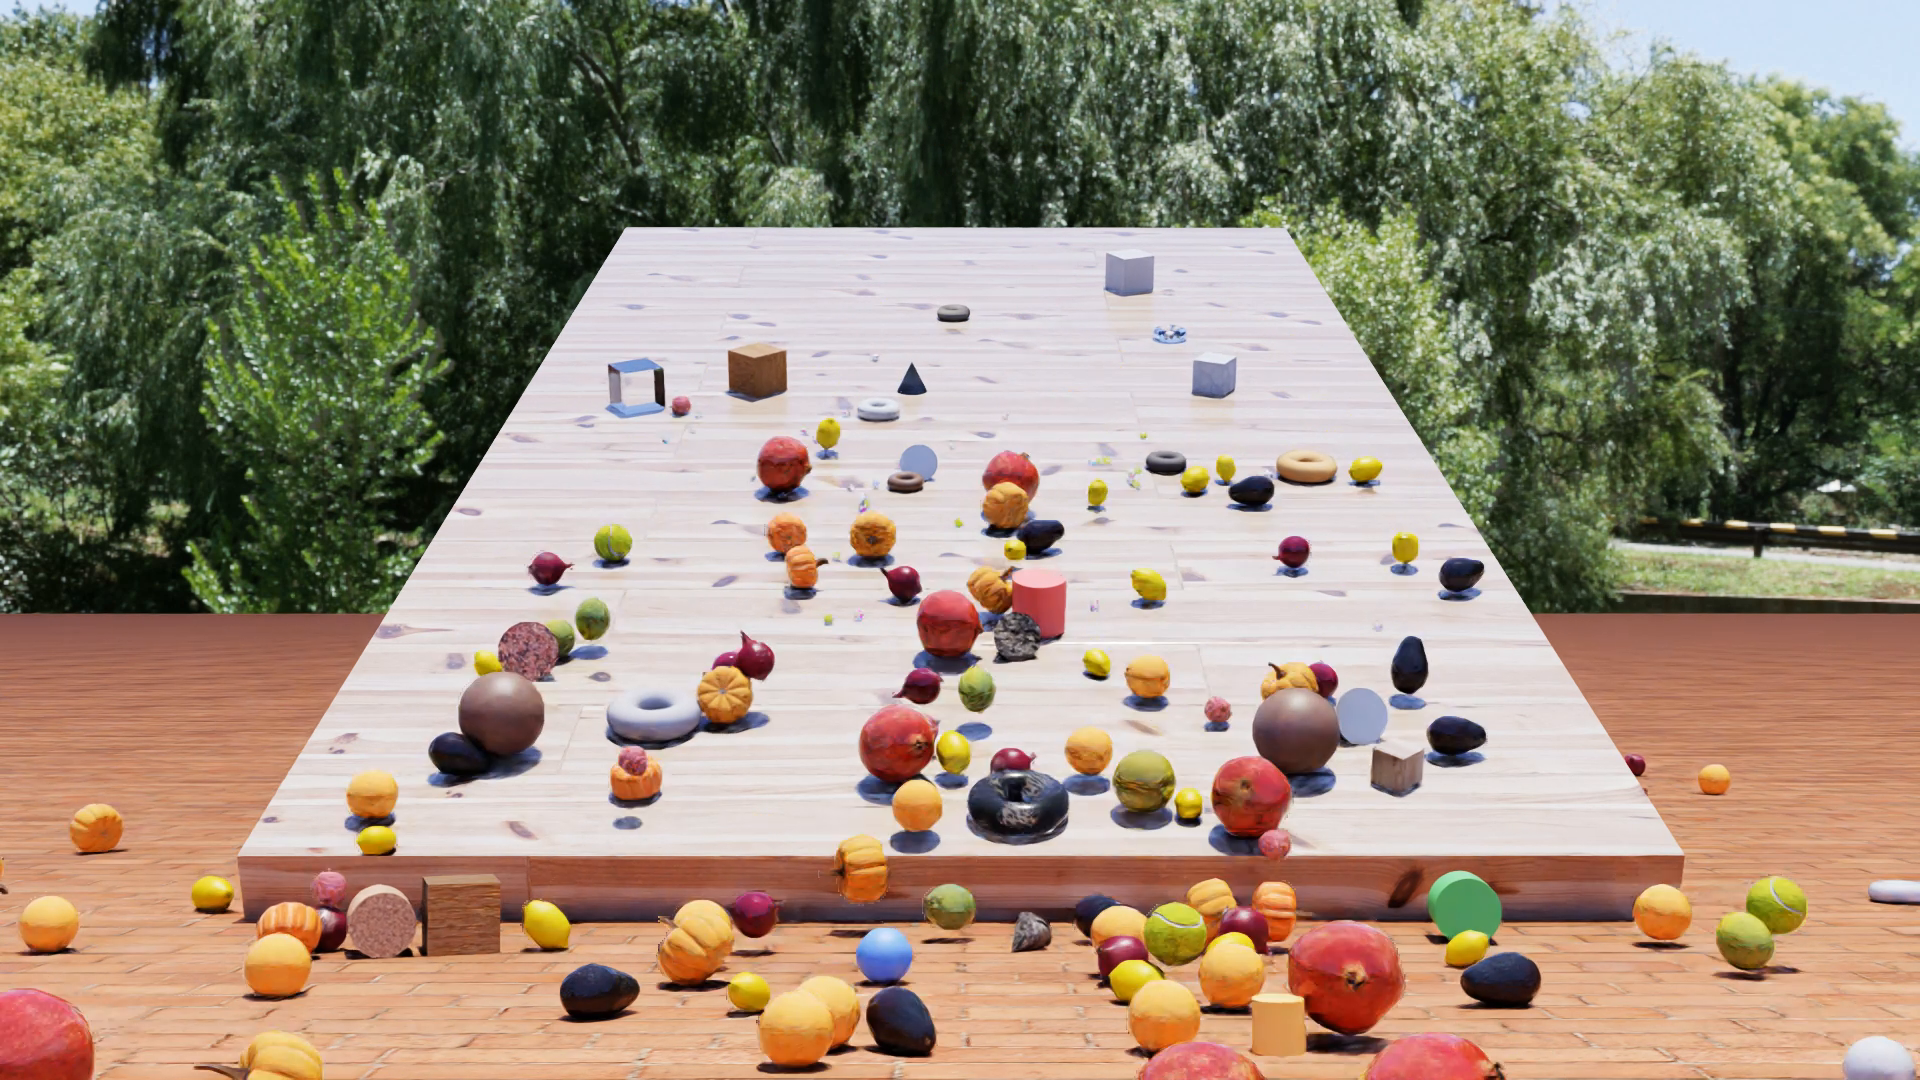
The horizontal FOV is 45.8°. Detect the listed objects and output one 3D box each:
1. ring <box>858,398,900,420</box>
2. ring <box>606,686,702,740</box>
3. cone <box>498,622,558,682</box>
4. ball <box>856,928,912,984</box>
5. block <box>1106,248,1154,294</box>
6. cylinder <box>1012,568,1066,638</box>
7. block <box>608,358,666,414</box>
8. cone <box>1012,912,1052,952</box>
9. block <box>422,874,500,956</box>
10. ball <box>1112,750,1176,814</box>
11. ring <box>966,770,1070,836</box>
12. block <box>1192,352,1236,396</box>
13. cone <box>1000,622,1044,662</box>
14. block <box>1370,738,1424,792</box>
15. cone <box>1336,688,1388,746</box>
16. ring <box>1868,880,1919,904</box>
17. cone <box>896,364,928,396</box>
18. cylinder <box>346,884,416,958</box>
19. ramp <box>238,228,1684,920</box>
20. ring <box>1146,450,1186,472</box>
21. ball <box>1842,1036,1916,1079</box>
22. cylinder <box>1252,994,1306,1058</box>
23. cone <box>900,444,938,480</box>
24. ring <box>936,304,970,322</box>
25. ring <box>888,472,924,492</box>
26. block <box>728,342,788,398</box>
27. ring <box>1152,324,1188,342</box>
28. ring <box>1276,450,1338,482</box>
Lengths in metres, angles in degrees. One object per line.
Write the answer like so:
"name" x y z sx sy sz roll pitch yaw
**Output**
"ring" -0.181 -0.291 5.059 0.098 0.033 0.098 1 21 0
"ring" -0.474 0.269 3.519 0.146 0.049 0.146 1 19 0
"cone" -0.702 0.187 3.743 0.099 0.099 0.099 0 -6 1
"ball" -0.088 0.482 2.631 0.065 0.065 0.065 0 -2 0
"block" 0.461 -0.730 6.161 0.095 0.095 0.095 -10 23 -26
"cylinder" 0.135 0.108 3.892 0.093 0.093 0.093 0 20 0
"block" -0.729 -0.347 5.119 0.095 0.095 0.095 -12 23 -29
"cone" 0.080 0.509 2.881 0.053 0.053 0.053 -2 30 43
"block" -0.635 0.477 2.889 0.090 0.090 0.090 1 -2 -18
"ball" 0.264 0.346 3.250 0.091 0.091 0.091 0 -2 0
"ring" 0.083 0.374 3.234 0.147 0.049 0.147 0 22 0
"block" 0.589 -0.384 5.251 0.077 0.077 0.077 11 23 26
"cone" 0.085 0.166 3.814 0.083 0.083 0.083 1 13 -26
"block" 0.644 0.331 3.345 0.054 0.054 0.054 -19 27 -41
"cone" 0.601 0.276 3.515 0.090 0.090 0.090 1 -7 -17
"ring" 1.391 0.521 3.363 0.086 0.029 0.086 0 -3 0
"cone" -0.111 -0.378 5.241 0.071 0.071 0.071 0 20 0
"cylinder" -0.728 0.480 2.857 0.082 0.082 0.082 1 -2 -17
"ramp" -0.005 -0.209 5.029 2.000 0.100 4.000 0 20 0
"ring" 0.429 -0.163 4.722 0.087 0.029 0.087 1 19 0
"ball" 0.806 0.465 1.991 0.059 0.059 0.059 0 -2 0
"cylinder" 0.312 0.476 2.228 0.052 0.052 0.052 0 -2 0
"cone" -0.082 -0.153 4.682 0.078 0.078 0.078 0 -6 4
"ring" -0.017 -0.588 5.871 0.087 0.029 0.087 -1 21 0
"ring" -0.110 -0.118 4.602 0.075 0.025 0.075 -1 21 0
"block" -0.467 -0.392 5.242 0.096 0.096 0.096 19 27 41
"ring" 0.525 -0.517 5.680 0.087 0.029 0.087 -1 21 0
"ring" 0.714 -0.151 4.673 0.125 0.042 0.125 1 20 0
